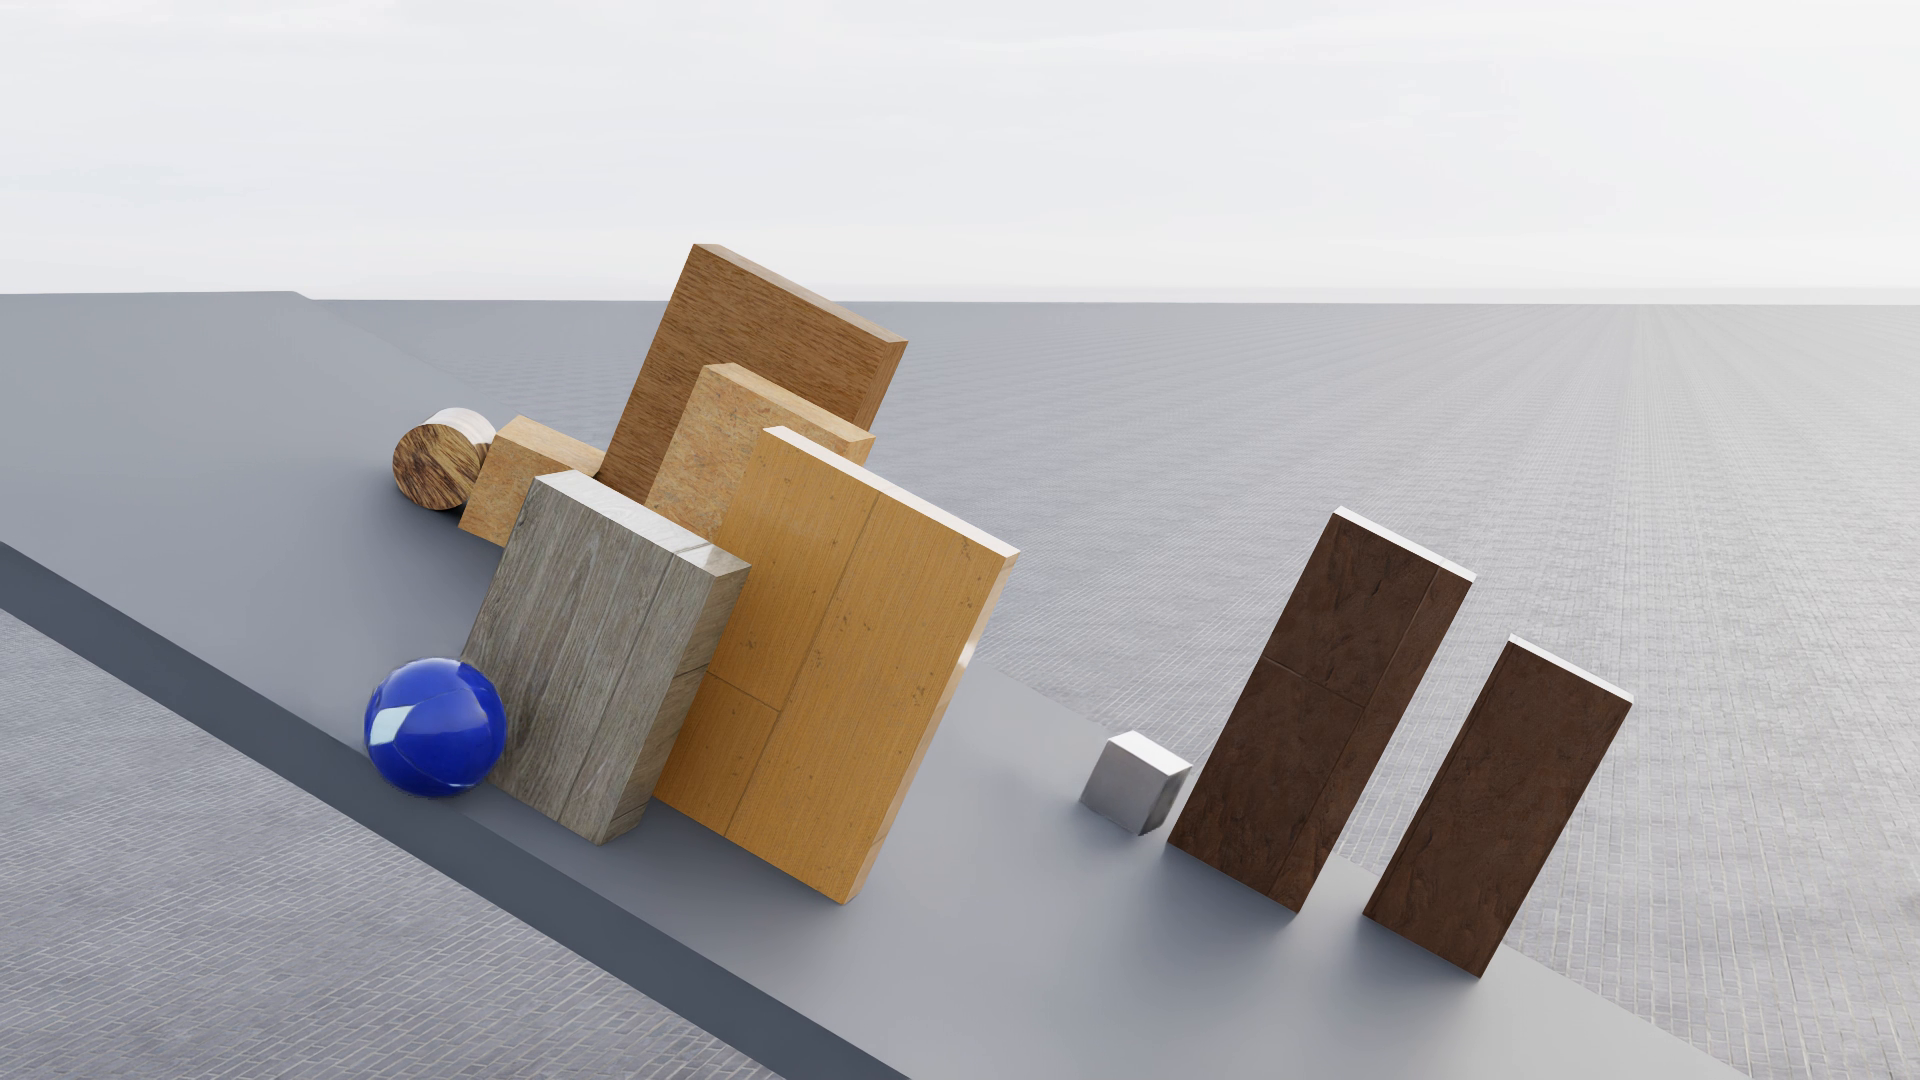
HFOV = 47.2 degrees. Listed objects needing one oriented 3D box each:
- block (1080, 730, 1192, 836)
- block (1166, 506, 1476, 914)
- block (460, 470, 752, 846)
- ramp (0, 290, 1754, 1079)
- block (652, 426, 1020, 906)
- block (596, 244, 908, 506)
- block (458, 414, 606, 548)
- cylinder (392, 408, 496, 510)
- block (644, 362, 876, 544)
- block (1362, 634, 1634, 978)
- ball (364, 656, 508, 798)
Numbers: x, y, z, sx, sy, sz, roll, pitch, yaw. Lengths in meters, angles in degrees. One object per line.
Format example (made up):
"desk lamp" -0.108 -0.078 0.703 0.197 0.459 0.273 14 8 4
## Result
"block" 0.362 0.499 4.520 0.146 0.146 0.146 30 14 21
"block" 0.725 0.342 4.431 0.300 0.761 0.119 28 14 12
"block" -0.576 0.178 3.397 0.328 0.468 0.137 28 14 12
"ramp" -0.260 0.443 4.168 4.000 0.100 2.000 28 14 12
"block" -0.238 0.201 3.547 0.444 0.635 0.084 28 14 12
"block" -0.458 -0.176 4.425 0.447 0.711 0.127 28 14 12
"block" -0.867 -0.101 4.502 0.210 0.210 0.210 24 13 -4
"cylinder" -1.050 -0.168 4.505 0.177 0.177 0.177 0 14 2
"block" -0.428 0.003 4.085 0.311 0.579 0.143 28 14 12
"block" 1.106 0.549 4.538 0.271 0.657 0.092 28 14 12
"ball" -0.773 0.276 3.245 0.206 0.206 0.206 0 7 0
